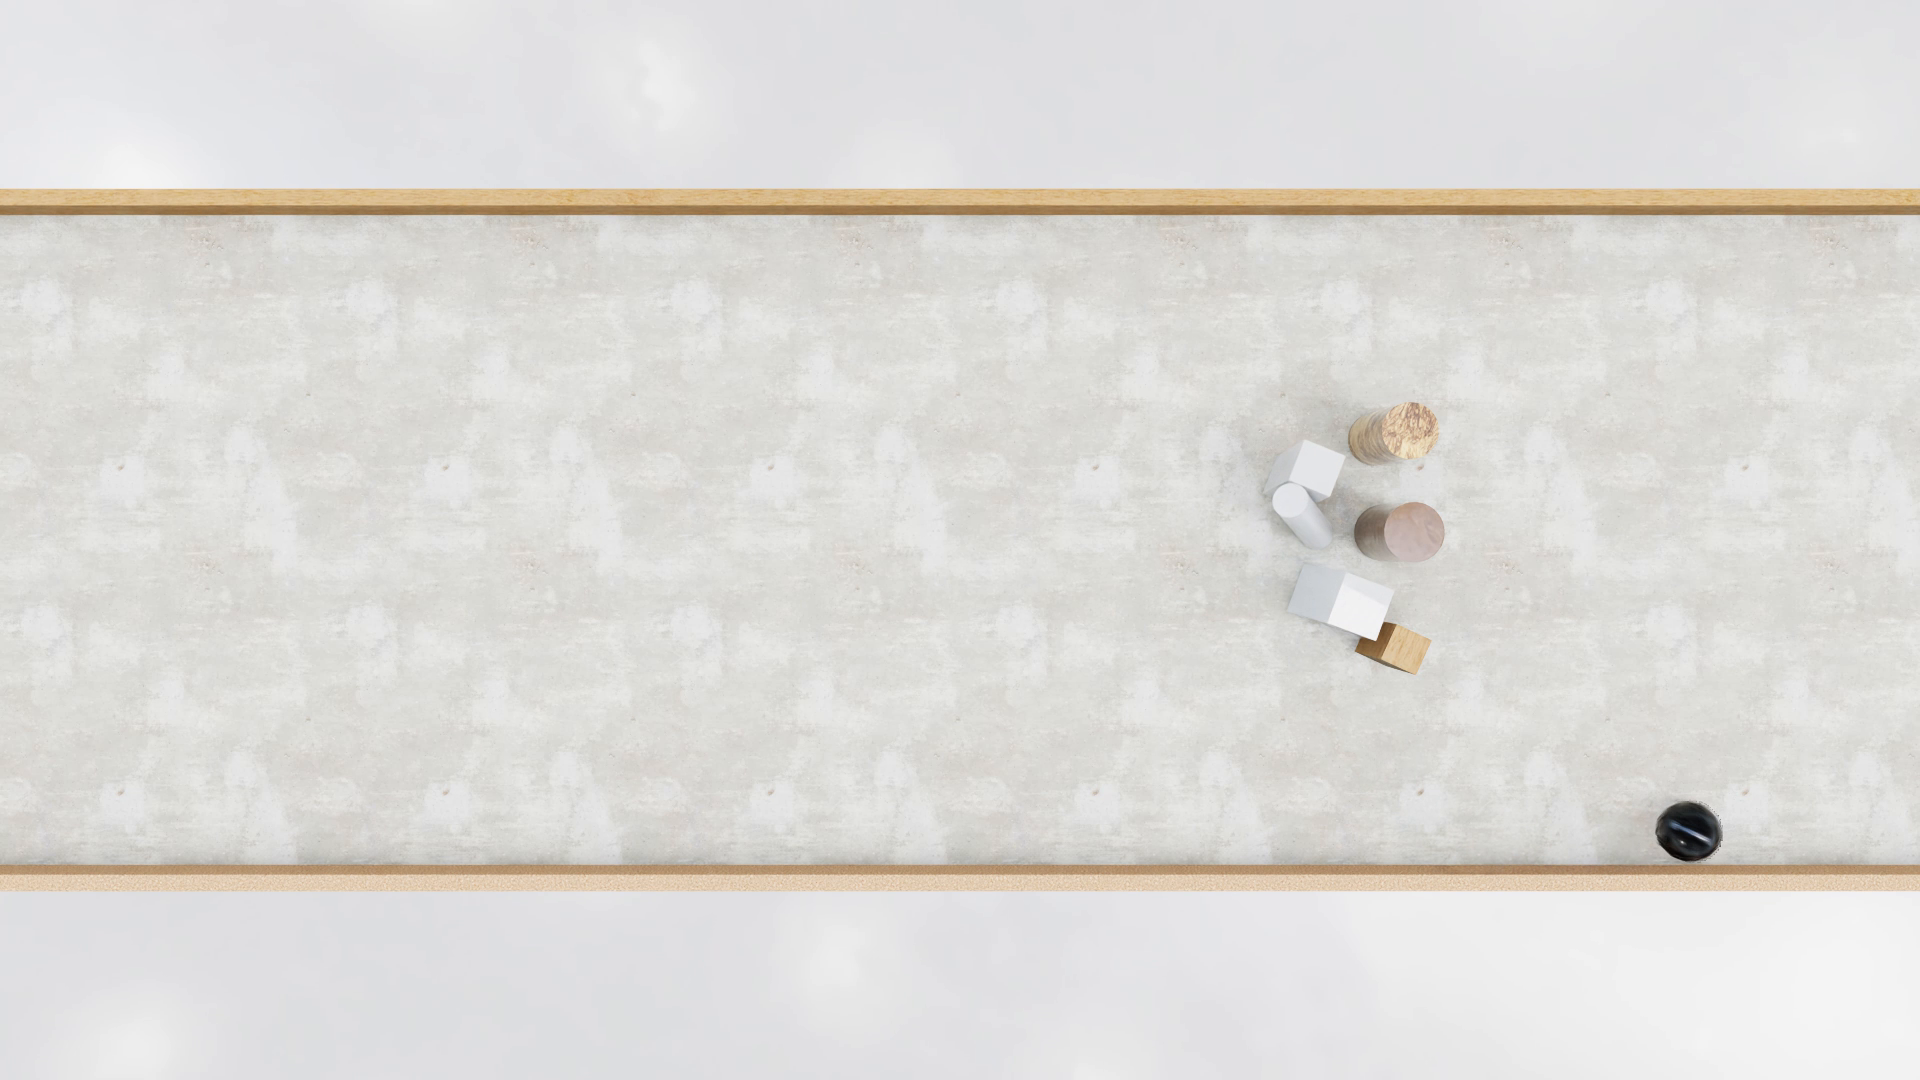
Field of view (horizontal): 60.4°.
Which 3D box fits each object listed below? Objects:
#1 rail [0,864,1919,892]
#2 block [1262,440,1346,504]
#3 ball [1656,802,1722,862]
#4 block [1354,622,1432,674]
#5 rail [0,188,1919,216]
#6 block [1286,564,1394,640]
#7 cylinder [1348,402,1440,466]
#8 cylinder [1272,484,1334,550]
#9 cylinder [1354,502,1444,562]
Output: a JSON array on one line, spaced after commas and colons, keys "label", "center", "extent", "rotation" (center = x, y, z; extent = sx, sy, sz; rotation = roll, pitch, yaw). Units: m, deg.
[{"label": "rail", "center": [-2.247, 1.025, 5.001], "extent": [12.000, 0.150, 0.050], "rotation": [0, 90, 0]}, {"label": "block", "center": [1.017, -0.191, 4.898], "extent": [0.127, 0.347, 0.127], "rotation": [22, 85, 0]}, {"label": "ball", "center": [2.201, 0.881, 4.986], "extent": [0.181, 0.181, 0.181], "rotation": [0, 90, 0]}, {"label": "block", "center": [1.287, 0.316, 4.916], "extent": [0.111, 0.321, 0.111], "rotation": [25, 90, 0]}, {"label": "rail", "center": [-2.247, -1.025, 5.002], "extent": [12.000, 0.150, 0.050], "rotation": [0, 90, 0]}, {"label": "block", "center": [1.123, 0.181, 4.891], "extent": [0.155, 0.351, 0.155], "rotation": [20, 90, -8]}, {"label": "cylinder", "center": [1.275, -0.309, 4.871], "extent": [0.162, 0.412, 0.162], "rotation": [0, 90, 0]}, {"label": "cylinder", "center": [1.020, -0.067, 4.888], "extent": [0.102, 0.373, 0.102], "rotation": [-7, 73, 22]}, {"label": "cylinder", "center": [1.300, -0.022, 4.896], "extent": [0.174, 0.360, 0.174], "rotation": [0, 90, 0]}]
